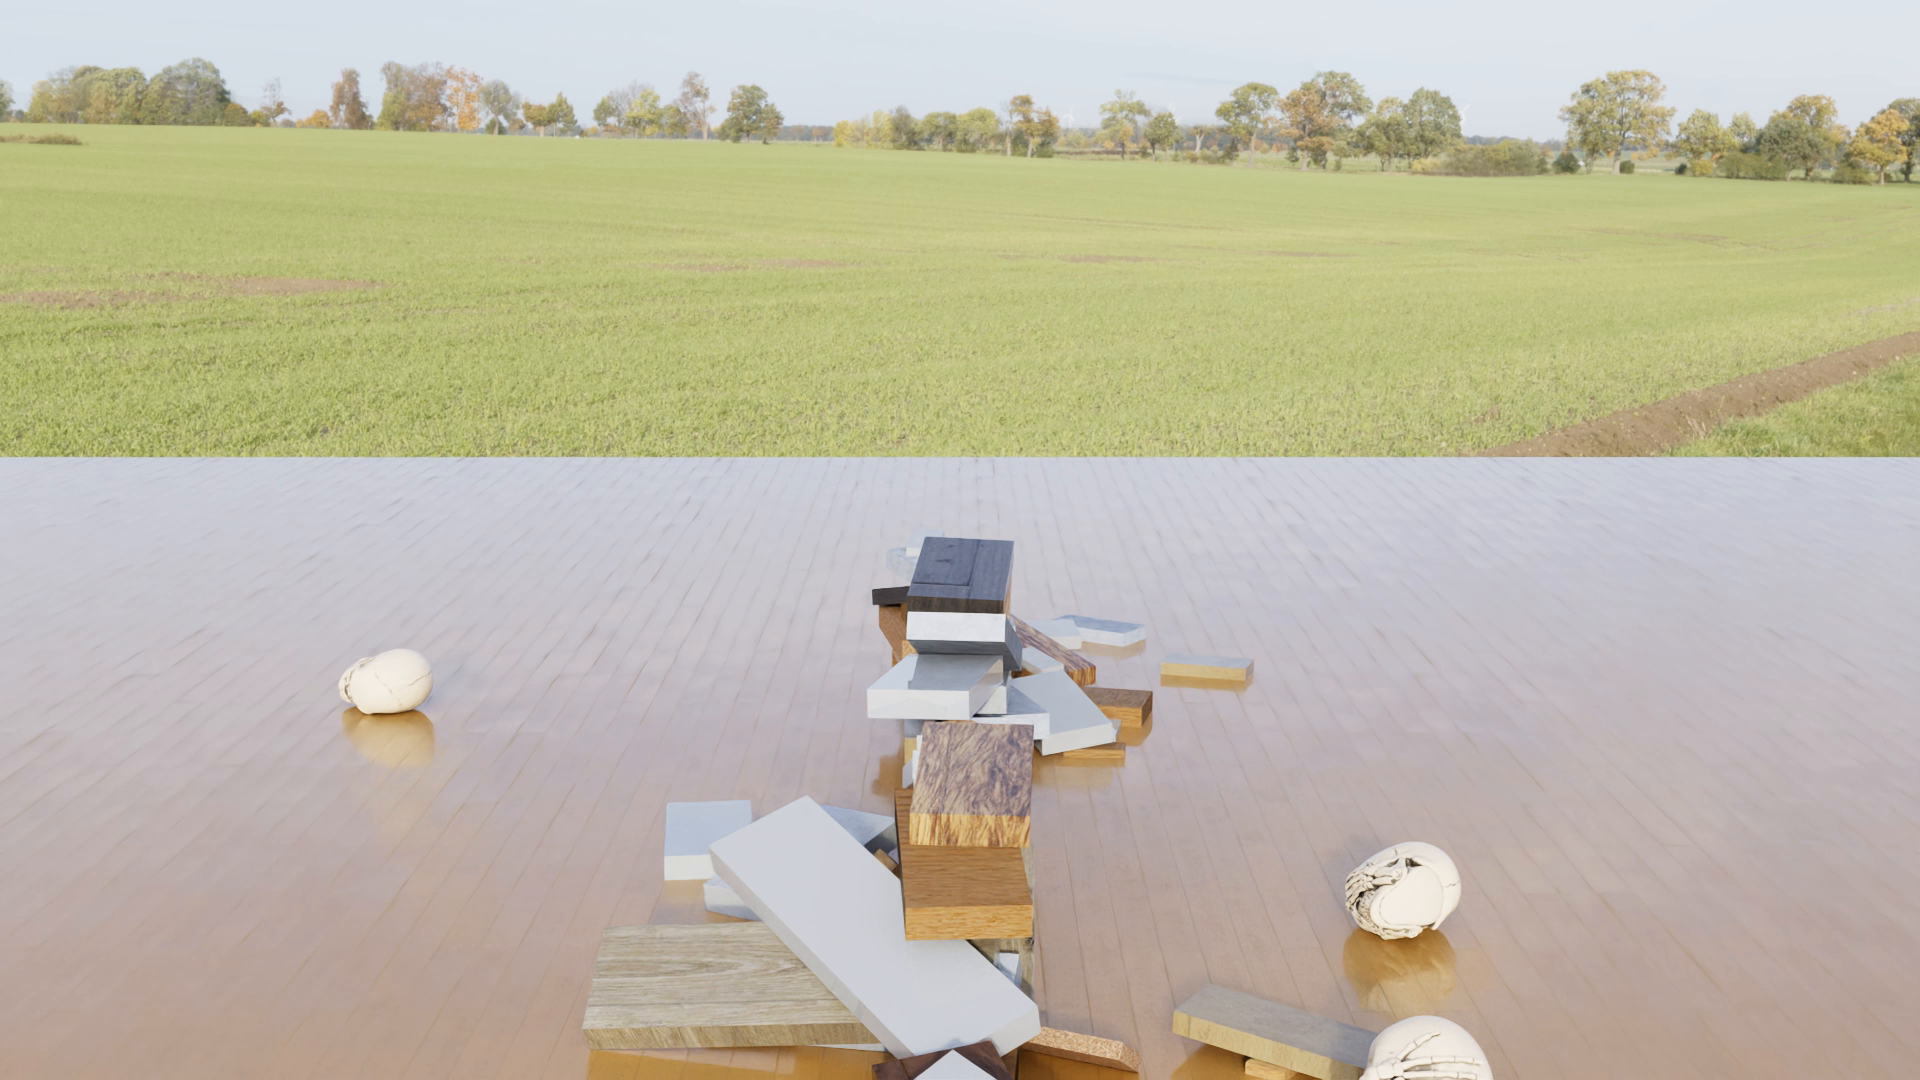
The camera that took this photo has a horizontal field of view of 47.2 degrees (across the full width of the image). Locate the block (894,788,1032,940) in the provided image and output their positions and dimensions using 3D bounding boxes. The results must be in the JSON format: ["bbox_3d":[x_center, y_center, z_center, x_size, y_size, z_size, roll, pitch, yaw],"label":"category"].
[{"bbox_3d":[-0.001,0.447,3.085,0.167,0.047,0.385,-1,18,-4],"label":"block"}]

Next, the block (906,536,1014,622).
[{"bbox_3d":[0.005,0.074,4.115,0.174,0.049,0.347,3,18,4],"label":"block"}]

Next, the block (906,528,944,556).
[{"bbox_3d":[-0.072,0.006,4.605,0.065,0.018,0.130,3,18,5],"label":"block"}]

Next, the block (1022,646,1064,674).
[{"bbox_3d":[0.173,0.275,4.972,0.062,0.018,0.124,-11,23,-32],"label":"block"}]

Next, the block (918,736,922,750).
[{"bbox_3d":[-0.005,0.327,3.538,0.085,0.024,0.170,-2,-6,15],"label":"block"}]

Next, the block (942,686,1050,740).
[{"bbox_3d":[0.033,0.315,4.179,0.168,0.048,0.393,-2,8,-14],"label":"block"}]

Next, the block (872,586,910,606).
[{"bbox_3d":[-0.074,0.119,4.882,0.128,0.036,0.256,-2,-3,-34],"label":"block"}]

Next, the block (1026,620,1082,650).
[{"bbox_3d":[0.101,0.233,5.301,0.368,0.033,0.115,-2,18,-8],"label":"block"}]

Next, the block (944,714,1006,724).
[{"bbox_3d":[0.024,0.315,3.788,0.085,0.024,0.170,0,-2,-8],"label":"block"}]

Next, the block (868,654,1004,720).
[{"bbox_3d":[-0.038,0.249,3.766,0.170,0.048,0.339,0,7,11],"label":"block"}]

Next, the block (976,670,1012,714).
[{"bbox_3d":[0.006,0.272,4.044,0.168,0.048,0.336,0,4,3],"label":"block"}]

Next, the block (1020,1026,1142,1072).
[{"bbox_3d":[0.153,0.685,2.975,0.169,0.024,0.085,5,-21,26],"label":"block"}]

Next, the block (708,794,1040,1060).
[{"bbox_3d":[-0.130,0.543,3.027,0.170,0.048,0.579,-25,36,-25],"label":"block"}]

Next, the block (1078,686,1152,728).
[{"bbox_3d":[0.258,0.359,4.794,0.303,0.043,0.152,3,11,14],"label":"block"}]

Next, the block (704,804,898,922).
[{"bbox_3d":[-0.259,0.541,3.677,0.167,0.047,0.335,6,20,30],"label":"block"}]

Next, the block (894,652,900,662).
[{"bbox_3d":[-0.043,0.272,4.965,0.176,0.050,0.353,-2,11,-8],"label":"block"}]

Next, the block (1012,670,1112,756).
[{"bbox_3d":[0.195,0.358,4.591,0.151,0.043,0.301,-9,20,-14],"label":"block"}]

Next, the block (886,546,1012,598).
[{"bbox_3d":[-0.024,0.069,4.508,0.139,0.039,0.277,-9,21,-29],"label":"block"}]

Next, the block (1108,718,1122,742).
[{"bbox_3d":[0.304,0.401,4.637,0.062,0.018,0.124,2,11,10],"label":"block"}]

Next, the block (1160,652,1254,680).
[{"bbox_3d":[0.581,0.297,5.167,0.201,0.028,0.100,4,11,18],"label":"block"}]

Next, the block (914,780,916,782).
[{"bbox_3d":[0.004,0.482,3.555,0.156,0.312,0.044,0,55,-1],"label":"block"}]

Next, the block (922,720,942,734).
[{"bbox_3d":[-0.047,0.318,3.812,0.018,0.064,0.128,11,-5,6],"label":"block"}]

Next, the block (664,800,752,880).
[{"bbox_3d":[-0.443,0.528,3.886,0.152,0.043,0.303,-1,11,-6],"label":"block"}]

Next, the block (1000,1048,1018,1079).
[{"bbox_3d":[-0.010,0.725,2.822,0.157,0.044,0.314,1,11,4],"label":"block"}]

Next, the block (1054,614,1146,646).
[{"bbox_3d":[0.340,0.227,5.534,0.230,0.033,0.115,7,13,33],"label":"block"}]

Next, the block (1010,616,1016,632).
[{"bbox_3d":[0.021,0.144,4.411,0.139,0.039,0.277,-1,19,-8],"label":"block"}]

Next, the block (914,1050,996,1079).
[{"bbox_3d":[0.023,0.692,2.540,0.130,0.037,0.259,-33,30,-26],"label":"block"}]

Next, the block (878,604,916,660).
[{"bbox_3d":[-0.066,0.201,4.823,0.176,0.050,0.353,-2,11,-10],"label":"block"}]

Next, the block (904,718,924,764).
[{"bbox_3d":[-0.022,0.362,4.178,0.166,0.047,0.331,0,8,-2],"label":"block"}]

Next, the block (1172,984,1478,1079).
[{"bbox_3d":[0.491,0.687,2.977,0.394,0.033,0.115,11,15,30],"label":"block"}]

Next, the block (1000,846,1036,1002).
[{"bbox_3d":[0.034,0.574,3.186,0.148,0.042,0.295,1,46,2],"label":"block"}]

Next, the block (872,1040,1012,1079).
[{"bbox_3d":[0.013,0.722,2.629,0.157,0.044,0.314,-8,24,-16],"label":"block"}]

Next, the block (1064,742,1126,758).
[{"bbox_3d":[0.275,0.428,4.492,0.124,0.018,0.062,1,11,5],"label":"block"}]

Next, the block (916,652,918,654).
[{"bbox_3d":[0.007,0.123,4.291,0.151,0.043,0.301,4,38,4],"label":"block"}]

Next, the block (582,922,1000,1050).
[{"bbox_3d":[-0.230,0.614,3.055,0.564,0.049,0.174,-3,43,8],"label":"block"}]

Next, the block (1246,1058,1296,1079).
[{"bbox_3d":[0.440,0.706,2.998,0.058,0.016,0.115,7,12,32],"label":"block"}]

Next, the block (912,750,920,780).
[{"bbox_3d":[0.011,0.363,3.552,0.156,0.044,0.312,0,-6,2],"label":"block"}]

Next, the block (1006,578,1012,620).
[{"bbox_3d":[0.020,0.108,4.159,0.151,0.043,0.301,2,18,2],"label":"block"}]

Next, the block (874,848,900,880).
[{"bbox_3d":[-0.157,0.565,3.419,0.024,0.169,0.085,42,-6,-22],"label":"block"}]

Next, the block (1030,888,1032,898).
[{"bbox_3d":[0.060,0.512,3.091,0.085,0.024,0.169,1,-2,2],"label":"block"}]

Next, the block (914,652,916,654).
[{"bbox_3d":[0.002,0.241,4.392,0.168,0.048,0.336,-2,-4,-6],"label":"block"}]

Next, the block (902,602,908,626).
[{"bbox_3d":[-0.039,0.177,4.718,0.128,0.036,0.256,-3,11,-12],"label":"block"}]

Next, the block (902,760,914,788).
[{"bbox_3d":[-0.003,0.407,3.922,0.155,0.044,0.310,2,-14,-10],"label":"block"}]

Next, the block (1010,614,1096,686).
[{"bbox_3d":[0.112,0.241,5.159,0.152,0.043,0.520,-10,22,-28],"label":"block"}]

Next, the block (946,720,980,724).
[{"bbox_3d":[0.028,0.335,3.691,0.085,0.024,0.170,-14,-26,38],"label":"block"}]

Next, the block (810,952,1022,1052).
[{"bbox_3d":[-0.071,0.641,3.066,0.295,0.042,0.148,2,45,13],"label":"block"}]

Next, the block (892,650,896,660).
[{"bbox_3d":[-0.056,0.281,5.257,0.201,0.028,0.100,9,14,41],"label":"block"}]

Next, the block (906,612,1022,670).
[{"bbox_3d":[0.012,0.184,3.944,0.170,0.048,0.339,1,-12,7],"label":"block"}]

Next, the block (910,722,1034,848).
[{"bbox_3d":[0.022,0.354,3.222,0.167,0.047,0.335,1,18,3],"label":"block"}]
